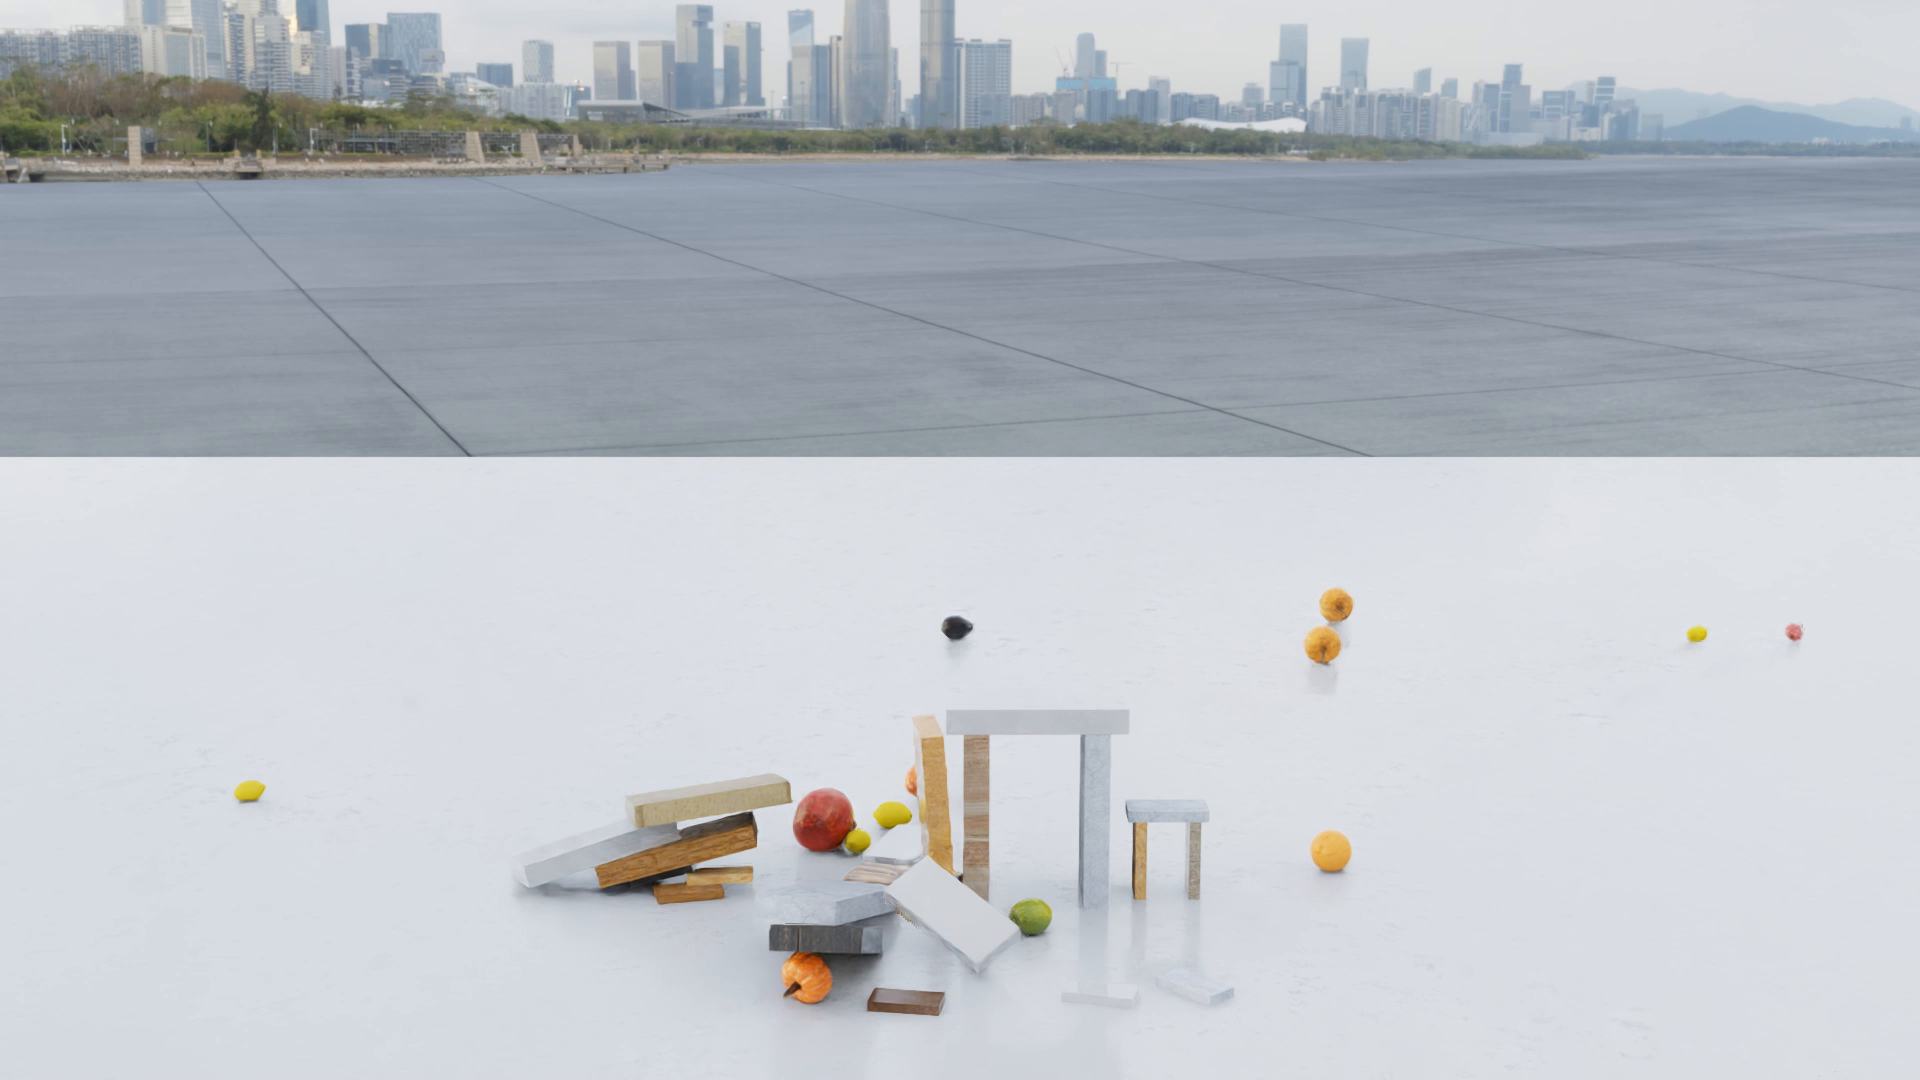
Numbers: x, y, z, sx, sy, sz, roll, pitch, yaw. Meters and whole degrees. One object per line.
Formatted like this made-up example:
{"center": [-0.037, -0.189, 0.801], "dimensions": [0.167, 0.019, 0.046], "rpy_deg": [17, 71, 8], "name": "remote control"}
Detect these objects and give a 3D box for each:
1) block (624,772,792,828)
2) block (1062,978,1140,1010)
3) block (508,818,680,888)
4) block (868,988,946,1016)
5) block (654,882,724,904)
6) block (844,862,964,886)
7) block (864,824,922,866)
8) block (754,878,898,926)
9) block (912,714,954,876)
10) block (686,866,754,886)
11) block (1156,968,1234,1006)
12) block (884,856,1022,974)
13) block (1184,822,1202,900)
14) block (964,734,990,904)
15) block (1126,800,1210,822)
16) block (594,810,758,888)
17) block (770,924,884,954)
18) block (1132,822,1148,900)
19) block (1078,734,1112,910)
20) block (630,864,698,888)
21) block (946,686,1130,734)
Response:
{"center": [-0.429, 0.441, 3.730], "dimensions": [0.264, 0.037, 0.132], "rpy_deg": [-7, 2, -16], "name": "block"}
{"center": [0.206, 0.665, 3.223], "dimensions": [0.105, 0.015, 0.053], "rpy_deg": [3, 11, 15], "name": "block"}
{"center": [-0.619, 0.520, 3.716], "dimensions": [0.264, 0.037, 0.132], "rpy_deg": [-16, 6, -22], "name": "block"}
{"center": [-0.078, 0.671, 3.194], "dimensions": [0.105, 0.015, 0.053], "rpy_deg": [2, 11, 9], "name": "block"}
{"center": [-0.451, 0.585, 3.654], "dimensions": [0.109, 0.015, 0.054], "rpy_deg": [-3, 11, -15], "name": "block"}
{"center": [-0.095, 0.574, 3.684], "dimensions": [0.181, 0.026, 0.090], "rpy_deg": [4, 11, 19], "name": "block"}
{"center": [-0.096, 0.542, 3.859], "dimensions": [0.090, 0.026, 0.181], "rpy_deg": [3, 11, 18], "name": "block"}
{"center": [-0.206, 0.573, 3.485], "dimensions": [0.134, 0.038, 0.267], "rpy_deg": [3, -3, 20], "name": "block"}
{"center": [-0.044, 0.435, 3.636], "dimensions": [0.037, 0.264, 0.132], "rpy_deg": [-6, 12, -7], "name": "block"}
{"center": [-0.402, 0.562, 3.684], "dimensions": [0.109, 0.015, 0.054], "rpy_deg": [-2, 5, -3], "name": "block"}
{"center": [0.348, 0.660, 3.251], "dimensions": [0.053, 0.015, 0.105], "rpy_deg": [-10, 14, -42], "name": "block"}
{"center": [-0.012, 0.577, 3.395], "dimensions": [0.090, 0.026, 0.213], "rpy_deg": [-36, 48, -26], "name": "block"}
{"center": [0.388, 0.524, 3.661], "dimensions": [0.019, 0.133, 0.067], "rpy_deg": [0, 11, 0], "name": "block"}
{"center": [0.028, 0.445, 3.641], "dimensions": [0.042, 0.295, 0.148], "rpy_deg": [0, 11, 1], "name": "block"}
{"center": [0.343, 0.449, 3.647], "dimensions": [0.133, 0.019, 0.067], "rpy_deg": [0, 11, 0], "name": "block"}
{"center": [-0.477, 0.522, 3.723], "dimensions": [0.267, 0.038, 0.134], "rpy_deg": [-14, 5, -3], "name": "block"}
{"center": [-0.197, 0.596, 3.282], "dimensions": [0.134, 0.038, 0.267], "rpy_deg": [1, -10, 5], "name": "block"}
{"center": [0.299, 0.524, 3.661], "dimensions": [0.019, 0.133, 0.067], "rpy_deg": [0, 11, 0], "name": "block"}
{"center": [0.223, 0.445, 3.641], "dimensions": [0.042, 0.295, 0.148], "rpy_deg": [0, 11, 0], "name": "block"}
{"center": [-0.499, 0.558, 3.701], "dimensions": [0.109, 0.015, 0.054], "rpy_deg": [-14, 5, 3], "name": "block"}
{"center": [0.125, 0.280, 3.609], "dimensions": [0.295, 0.042, 0.148], "rpy_deg": [0, 11, 0], "name": "block"}
